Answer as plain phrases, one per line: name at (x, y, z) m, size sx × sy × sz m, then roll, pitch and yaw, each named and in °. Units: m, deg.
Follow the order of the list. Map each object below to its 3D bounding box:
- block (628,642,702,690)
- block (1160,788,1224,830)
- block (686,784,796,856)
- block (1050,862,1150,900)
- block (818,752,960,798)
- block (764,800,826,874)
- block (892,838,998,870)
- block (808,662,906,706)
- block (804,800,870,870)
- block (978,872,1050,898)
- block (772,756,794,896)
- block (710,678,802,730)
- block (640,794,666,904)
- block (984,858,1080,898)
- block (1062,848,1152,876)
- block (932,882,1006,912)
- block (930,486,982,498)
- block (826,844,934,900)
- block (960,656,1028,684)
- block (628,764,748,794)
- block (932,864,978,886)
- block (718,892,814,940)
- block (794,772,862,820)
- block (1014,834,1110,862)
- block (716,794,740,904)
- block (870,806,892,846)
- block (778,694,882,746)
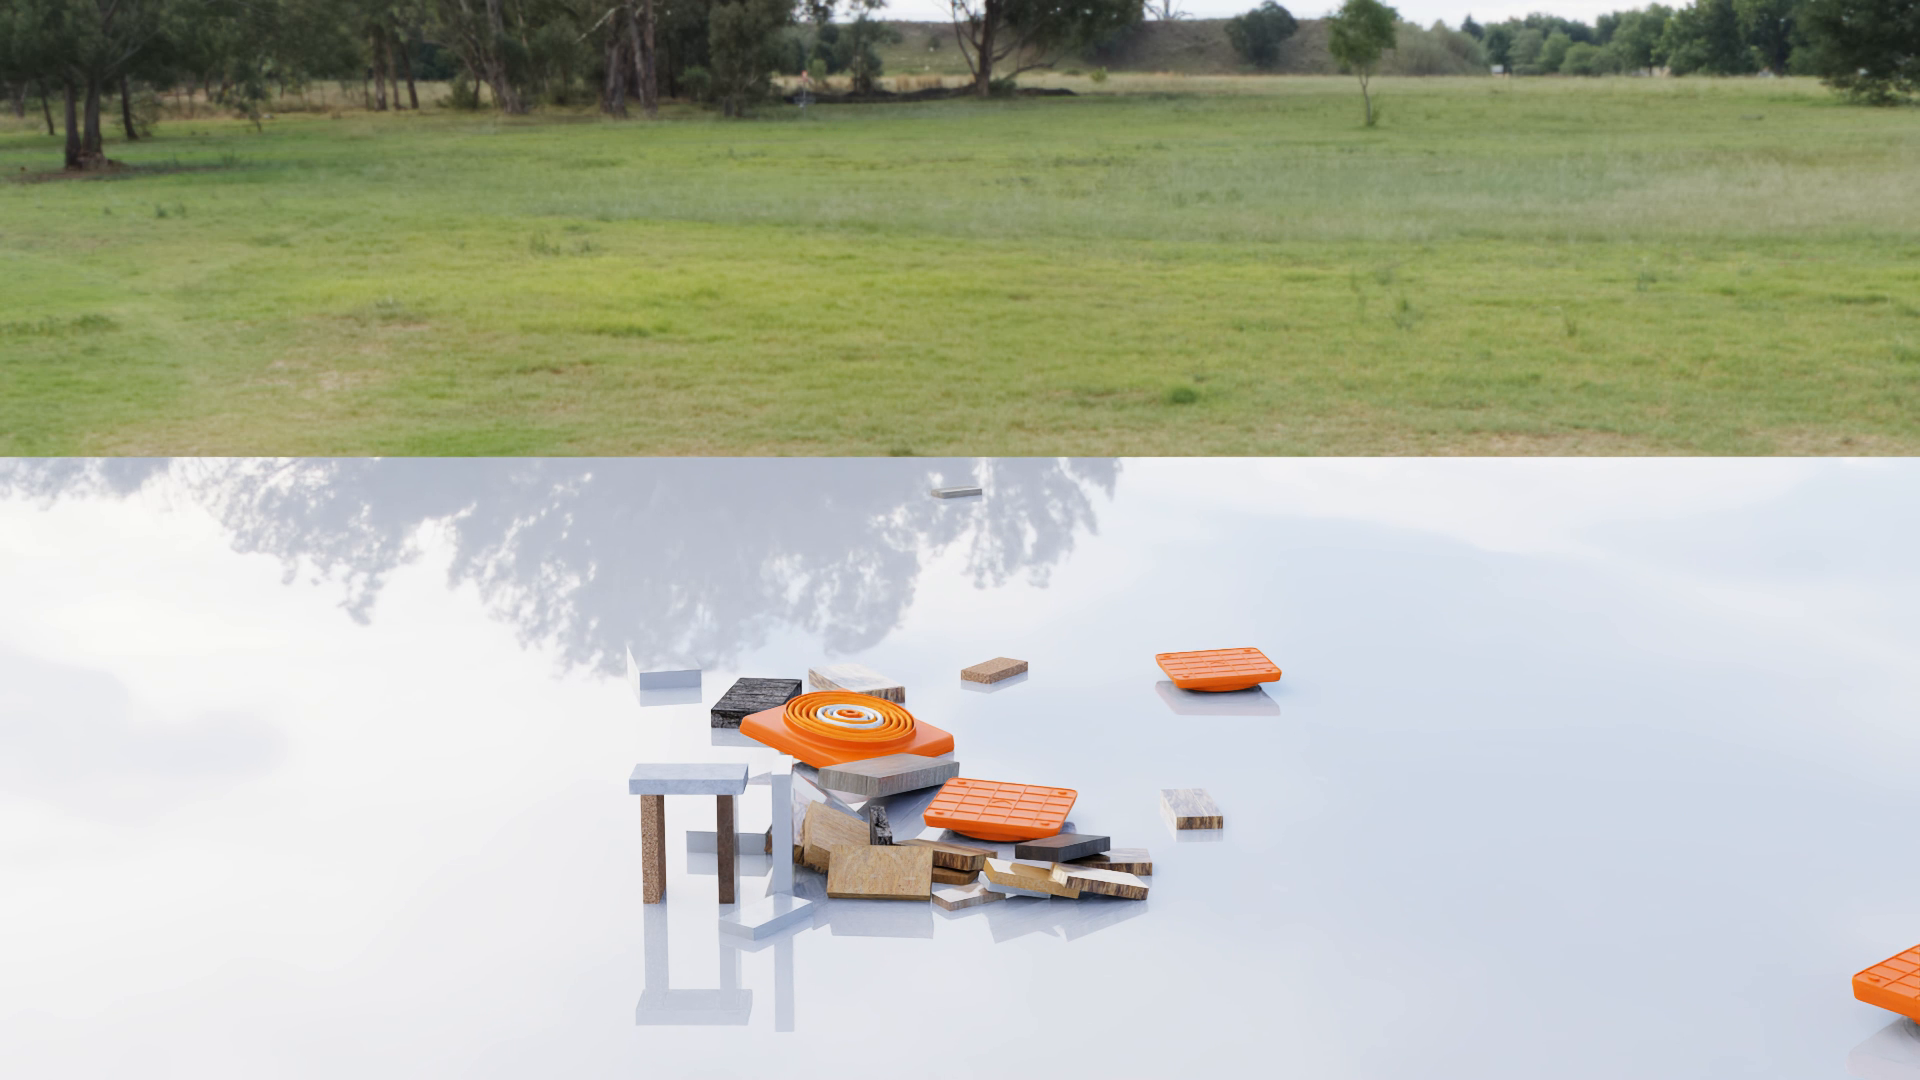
block at (-0.695, 0.294, 5.155) m, size 0.142 × 0.040 × 0.283 m, roll -3°, pitch 11°, yaw -14°
block at (0.429, 0.500, 4.089) m, size 0.086 × 0.024 × 0.172 m, roll -1°, pitch 11°, yaw -5°
block at (-0.396, 0.507, 4.006) m, size 0.142 × 0.040 × 0.284 m, roll 1°, pitch 11°, yaw 6°
block at (0.231, 0.565, 3.646) m, size 0.148 × 0.021 × 0.074 m, roll 12°, pitch 6°, yaw -20°
block at (-0.132, 0.447, 4.194) m, size 0.128 × 0.036 × 0.325 m, roll 6°, pitch 3°, yaw 27°
block at (-0.276, 0.517, 3.868) m, size 0.111 × 0.031 × 0.222 m, roll 22°, pitch 10°, yaw -3°
block at (-0.030, 0.542, 3.795) m, size 0.172 × 0.024 × 0.086 m, roll 4°, pitch 1°, yaw 36°
block at (-0.235, 0.328, 4.979) m, size 0.128 × 0.036 × 0.256 m, roll -5°, pitch 12°, yaw -25°
block at (-0.212, 0.522, 3.803) m, size 0.111 × 0.031 × 0.222 m, roll 25°, pitch 10°, yaw -9°
block at (0.091, 0.573, 3.654) m, size 0.111 × 0.016 × 0.055 m, roll 10°, pitch 7°, yaw -18°
block at (-0.293, 0.480, 3.652) m, size 0.031 × 0.222 × 0.111 m, roll 0°, pitch 11°, yaw -2°
block at (-0.443, 0.357, 4.816) m, size 0.142 × 0.040 × 0.284 m, roll 1°, pitch 11°, yaw 7°
block at (-0.509, 0.499, 3.650) m, size 0.026 × 0.186 × 0.093 m, roll 0°, pitch 11°, yaw 0°
block at (0.119, 0.560, 3.644) m, size 0.149 × 0.021 × 0.074 m, roll 12°, pitch 6°, yaw -12°
block at (0.247, 0.555, 3.792) m, size 0.161 × 0.023 × 0.081 m, roll 0°, pitch 11°, yaw -2°
block at (0.014, 0.588, 3.636) m, size 0.111 × 0.016 × 0.055 m, roll -7°, pitch 13°, yaw -33°
block at (-0.013, -0.168, 7.685) m, size 0.161 × 0.023 × 0.081 m, roll -7°, pitch 12°, yaw -32°
block at (-0.132, 0.552, 3.653) m, size 0.171 × 0.086 × 0.024 m, roll 1°, pitch -31°, yaw 5°
block at (0.081, 0.305, 5.143) m, size 0.081 × 0.023 × 0.161 m, roll 7°, pitch 13°, yaw 35°
block at (-0.447, 0.394, 3.630) m, size 0.186 × 0.026 × 0.093 m, roll 0°, pitch 11°, yaw 0°
block at (-0.031, 0.568, 3.746) m, size 0.111 × 0.016 × 0.055 m, roll 3°, pitch 11°, yaw 18°
block at (-0.311, 0.604, 3.534) m, size 0.074 × 0.021 × 0.149 m, roll 7°, pitch 13°, yaw 35°
block at (-0.249, 0.481, 4.066) m, size 0.085 × 0.024 × 0.171 m, roll 32°, pitch -4°, yaw -26°
block at (0.176, 0.525, 3.753) m, size 0.086 × 0.024 × 0.172 m, roll -1°, pitch 0°, yaw 34°
block at (-0.384, 0.499, 3.650) m, size 0.026 × 0.186 × 0.093 m, roll 0°, pitch 11°, yaw 0°
block at (-0.136, 0.525, 3.787) m, size 0.024 × 0.086 × 0.171 m, roll -1°, pitch 11°, yaw -7°
block at (-0.274, 0.383, 4.687) m, size 0.128 × 0.036 × 0.256 m, roll 4°, pitch 11°, yaw 20°
